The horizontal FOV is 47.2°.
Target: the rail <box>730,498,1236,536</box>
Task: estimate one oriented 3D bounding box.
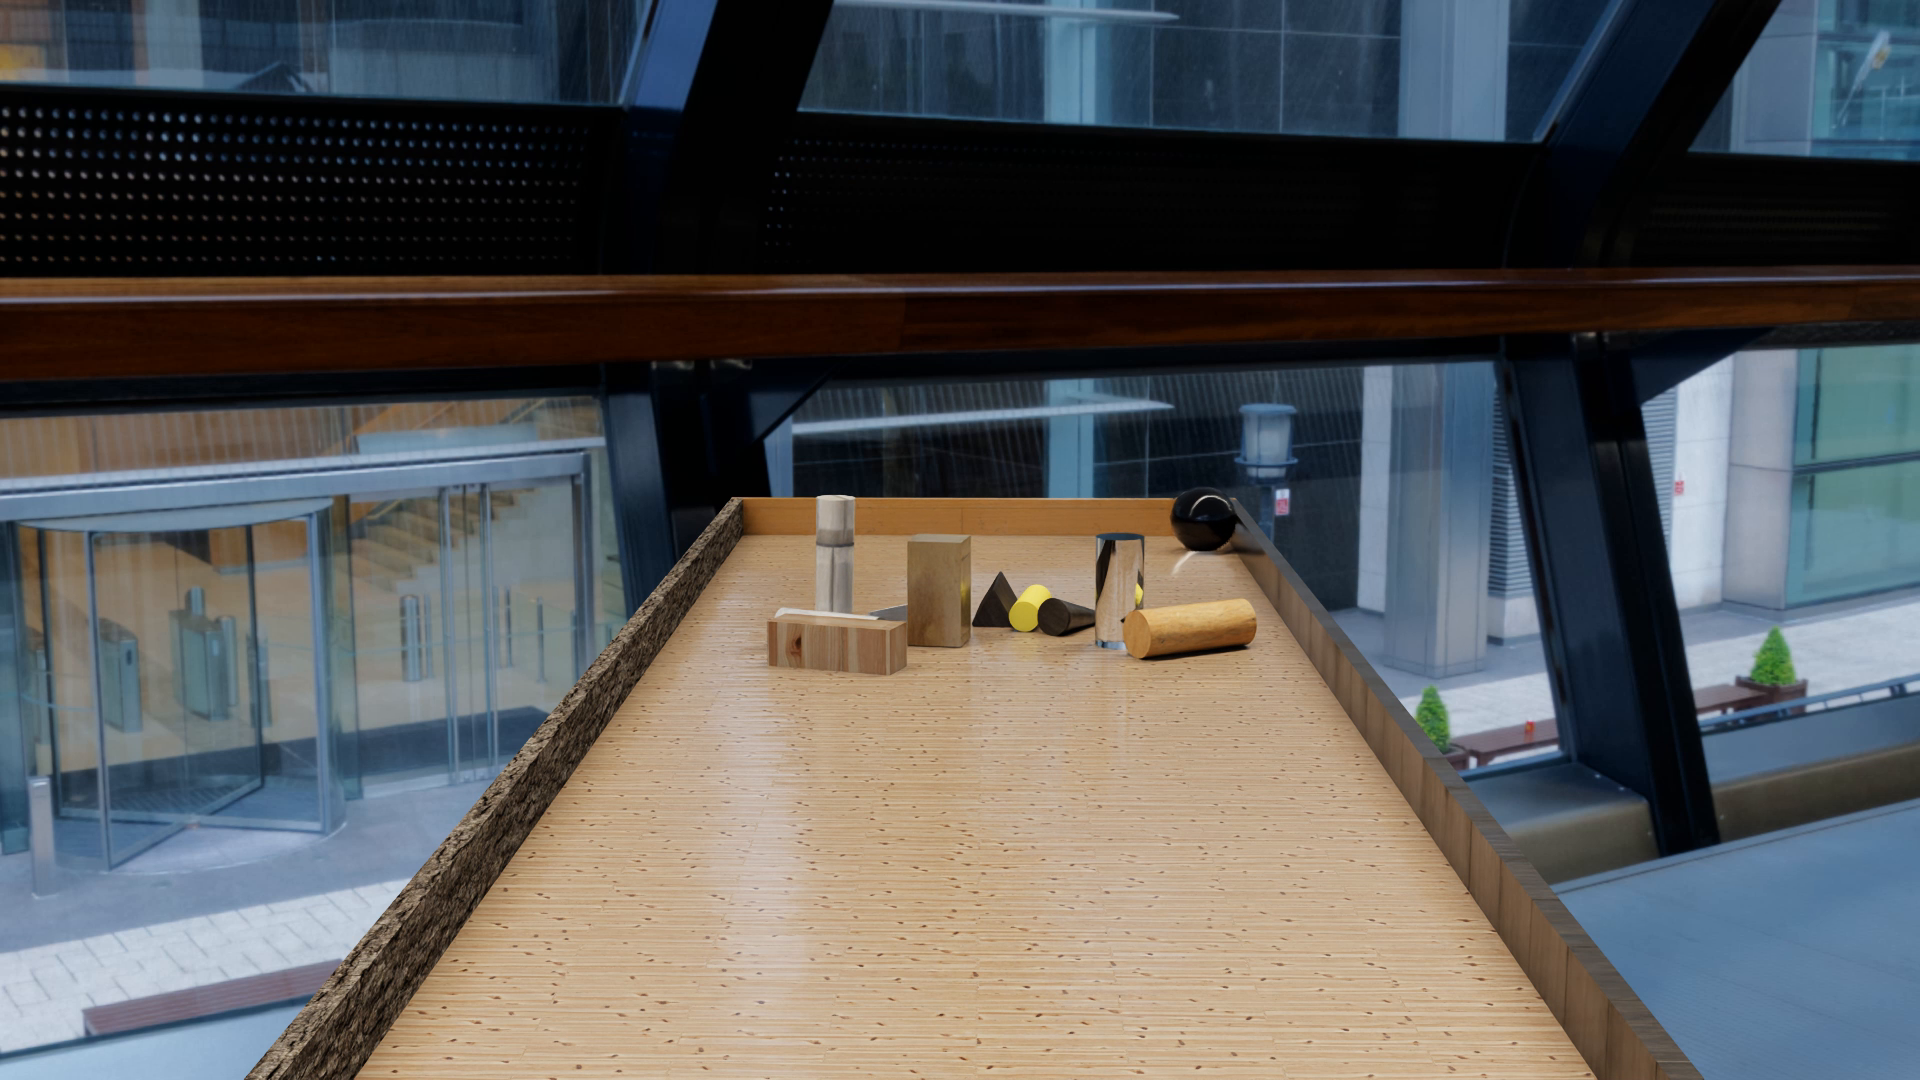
[{"bbox_3d":[0.099,-0.098,9.147,2.100,0.150,0.050,0,9,1],"label":"rail"}]

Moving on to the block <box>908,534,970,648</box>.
[{"bbox_3d":[-0.065,0.158,6.951,0.171,0.331,0.171,2,9,11],"label":"block"}]

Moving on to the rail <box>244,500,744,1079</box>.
[{"bbox_3d":[-1.004,0.839,3.234,0.050,0.150,12.000,0,9,1],"label":"rail"}]

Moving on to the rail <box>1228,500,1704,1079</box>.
[{"bbox_3d":[1.046,0.843,3.208,0.050,0.150,12.000,0,9,1],"label":"rail"}]

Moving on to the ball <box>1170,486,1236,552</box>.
[{"bbox_3d":[0.962,-0.083,8.703,0.260,0.260,0.260,0,9,0],"label":"ball"}]

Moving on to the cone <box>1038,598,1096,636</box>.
[{"bbox_3d":[0.413,0.253,7.221,0.122,0.122,0.387,7,2,37],"label":"cone"}]

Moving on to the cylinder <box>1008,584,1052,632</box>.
[{"bbox_3d":[0.234,0.224,7.276,0.100,0.100,0.312,2,9,10],"label":"cylinder"}]

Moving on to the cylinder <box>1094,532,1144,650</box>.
[{"bbox_3d":[0.501,0.159,6.910,0.152,0.343,0.152,0,9,0],"label":"cylinder"}]

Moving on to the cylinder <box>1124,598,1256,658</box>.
[{"bbox_3d":[0.714,0.272,6.817,0.402,0.148,0.148,-5,10,-30],"label":"cylinder"}]

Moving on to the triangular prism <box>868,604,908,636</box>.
[{"bbox_3d":[-0.170,0.251,7.119,0.104,0.090,0.358,7,12,41],"label":"triangular prism"}]

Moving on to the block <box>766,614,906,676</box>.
[{"bbox_3d":[-0.370,0.312,6.608,0.398,0.136,0.136,3,10,20],"label":"block"}]

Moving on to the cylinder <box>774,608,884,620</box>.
[{"bbox_3d":[-0.406,0.282,6.869,0.349,0.114,0.114,5,10,27],"label":"cylinder"}]

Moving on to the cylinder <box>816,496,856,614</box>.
[{"bbox_3d":[-0.397,0.091,6.969,0.122,0.455,0.122,1,9,0],"label":"cylinder"}]

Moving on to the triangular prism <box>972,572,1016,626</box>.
[{"bbox_3d":[0.124,0.195,7.377,0.138,0.120,0.362,1,9,5],"label":"triangular prism"}]
